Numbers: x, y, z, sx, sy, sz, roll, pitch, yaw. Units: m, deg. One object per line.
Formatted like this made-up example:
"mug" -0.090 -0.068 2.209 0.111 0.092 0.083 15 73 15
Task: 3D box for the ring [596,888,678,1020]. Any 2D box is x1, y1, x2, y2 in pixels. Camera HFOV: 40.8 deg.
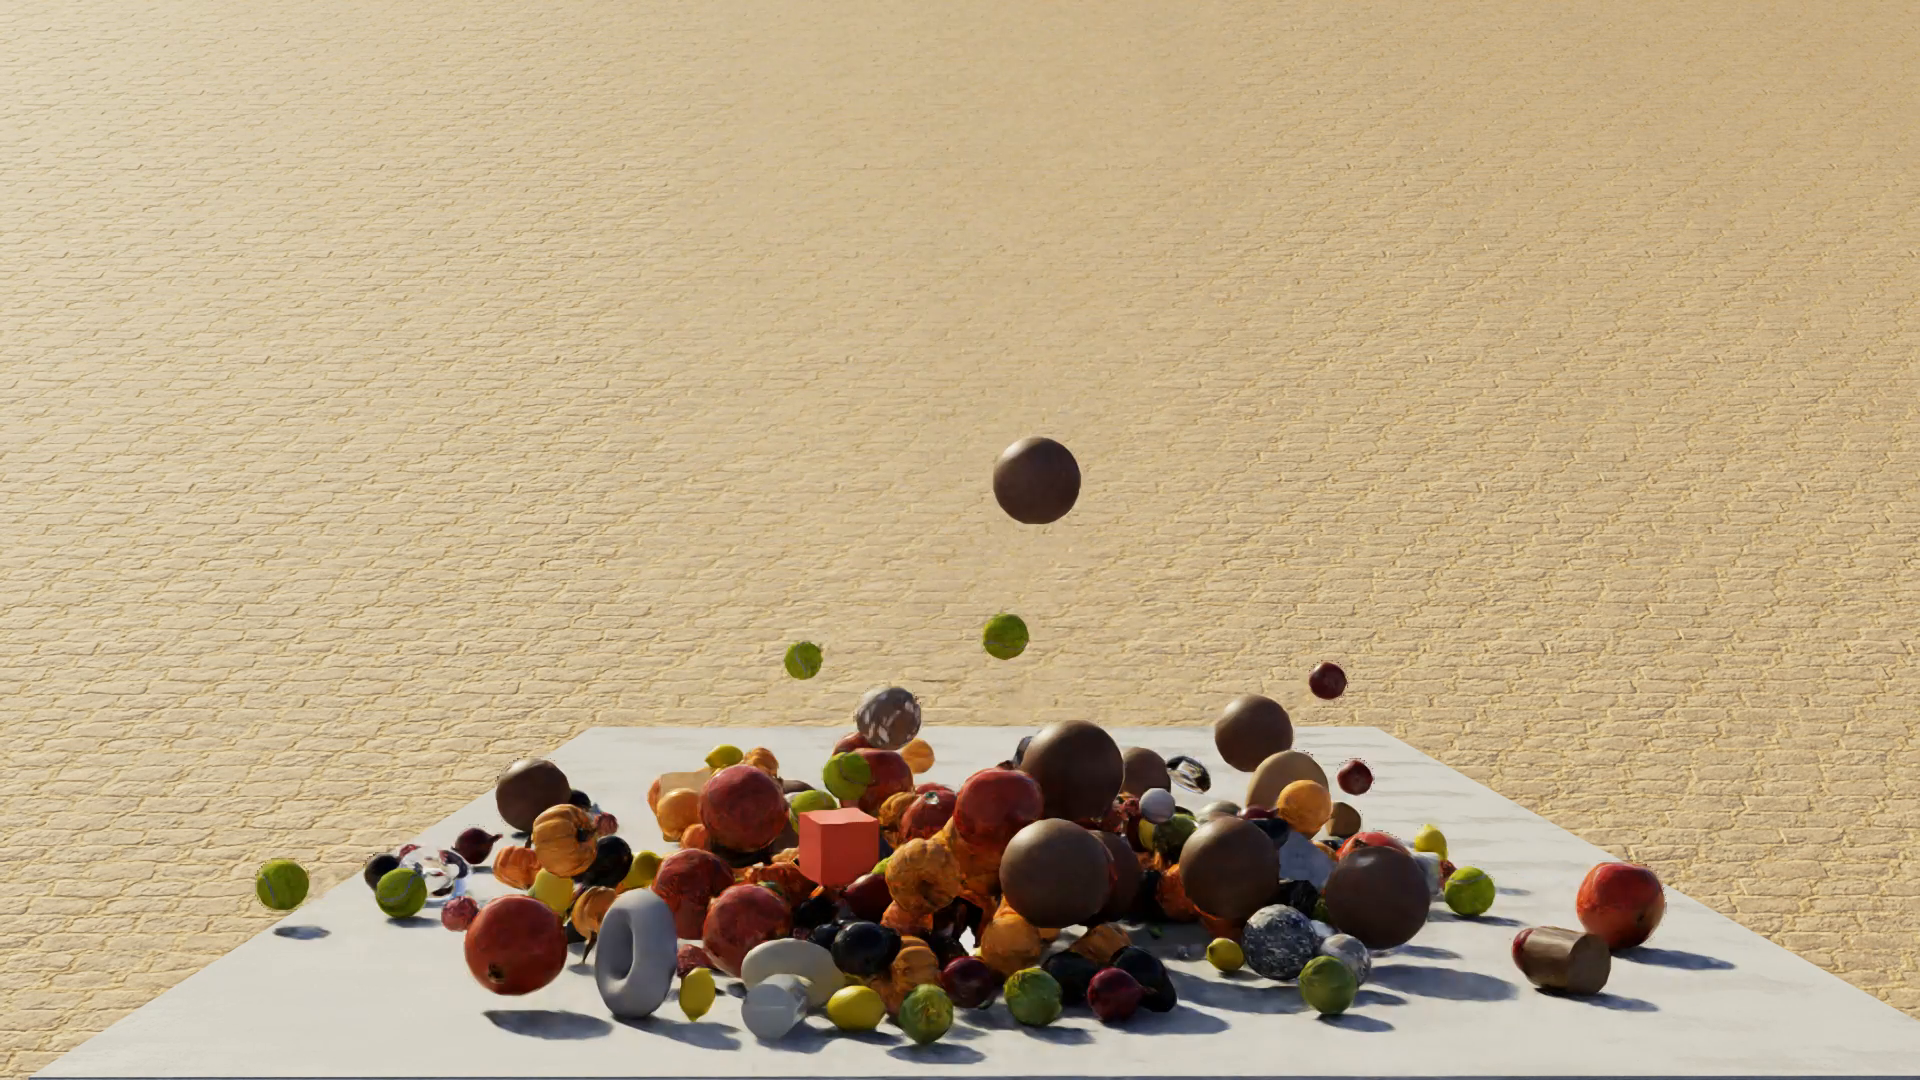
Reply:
"ring" -0.364 0.465 2.899 0.049 0.146 0.146 11 19 -33

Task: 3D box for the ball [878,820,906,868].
"ball" -0.125 0.477 4.021 0.081 0.081 0.081 0 27 0

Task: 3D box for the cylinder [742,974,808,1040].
"cylinder" -0.201 0.506 2.801 0.060 0.060 0.060 5 1 9

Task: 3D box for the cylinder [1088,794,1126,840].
"cylinder" 0.235 0.442 4.124 0.055 0.055 0.055 6 56 12

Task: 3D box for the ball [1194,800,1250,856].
"ball" 0.427 0.469 4.210 0.090 0.090 0.090 0 27 0

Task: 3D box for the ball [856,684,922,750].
"ball" -0.100 0.249 3.619 0.092 0.092 0.092 0 27 0

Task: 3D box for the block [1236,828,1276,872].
"block" 0.471 0.487 4.044 0.060 0.060 0.060 1 1 34

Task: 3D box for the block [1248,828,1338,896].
"block" 0.449 0.454 3.487 0.077 0.077 0.077 40 64 16

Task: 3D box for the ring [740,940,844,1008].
"ring" -0.189 0.490 2.914 0.117 0.117 0.039 2 51 3

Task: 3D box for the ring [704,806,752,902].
"ring" -0.336 0.452 3.725 0.046 0.137 0.137 0 26 -21

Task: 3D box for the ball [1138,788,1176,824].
"ball" 0.271 0.366 3.547 0.051 0.051 0.051 0 27 0

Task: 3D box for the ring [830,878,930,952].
"ring" -0.103 0.483 3.328 0.143 0.048 0.143 -25 8 4

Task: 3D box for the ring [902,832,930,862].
"ring" -0.073 0.488 4.100 0.092 0.092 0.031 7 69 13

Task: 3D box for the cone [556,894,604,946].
"cone" -0.498 0.508 3.357 0.067 0.067 0.067 -34 38 -16

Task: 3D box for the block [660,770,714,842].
"block" -0.439 0.430 4.168 0.080 0.080 0.080 -3 25 -4

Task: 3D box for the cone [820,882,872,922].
"cone" -0.150 0.469 3.543 0.097 0.097 0.097 -6 -6 -1

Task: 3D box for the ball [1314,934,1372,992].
"ball" 0.451 0.499 3.045 0.067 0.067 0.067 0 27 0

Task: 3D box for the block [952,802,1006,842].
"block" 0.031 0.475 4.300 0.057 0.057 0.057 1 -23 -46

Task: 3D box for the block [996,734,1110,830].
"block" 0.136 0.351 3.756 0.098 0.098 0.098 33 20 32

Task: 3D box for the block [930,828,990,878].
"block" 0.000 0.477 3.945 0.069 0.069 0.069 -3 -2 22

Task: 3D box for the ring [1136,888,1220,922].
"ring" 0.300 0.505 3.567 0.115 0.038 0.115 -1 -3 0

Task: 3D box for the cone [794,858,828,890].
"cone" -0.186 0.439 3.410 0.053 0.053 0.053 -21 -10 -4

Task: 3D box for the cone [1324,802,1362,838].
"cone" 0.641 0.494 4.405 0.069 0.069 0.069 13 32 23

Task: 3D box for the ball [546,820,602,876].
"ball" -0.595 0.475 3.987 0.086 0.086 0.086 0 27 0

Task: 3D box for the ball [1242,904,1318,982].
"ball" 0.380 0.479 3.071 0.090 0.090 0.090 0 27 0

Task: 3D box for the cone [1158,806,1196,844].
"cone" 0.369 0.497 4.366 0.066 0.066 0.066 0 28 0

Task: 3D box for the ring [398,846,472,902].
"ring" -0.764 0.486 3.755 0.108 0.036 0.108 10 28 -6

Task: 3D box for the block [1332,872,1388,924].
"block" 0.553 0.494 3.568 0.060 0.060 0.060 0 1 26

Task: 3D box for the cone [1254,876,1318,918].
"cone" 0.407 0.459 3.367 0.083 0.083 0.083 -15 32 -27

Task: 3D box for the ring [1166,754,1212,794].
"ring" 0.338 0.346 3.825 0.076 0.076 0.025 19 60 33

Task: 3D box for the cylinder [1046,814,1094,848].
"cylinder" 0.180 0.458 4.260 0.075 0.075 0.075 -22 34 -36

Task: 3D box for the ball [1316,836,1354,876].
"ball" 0.575 0.487 3.971 0.062 0.062 0.062 0 27 0

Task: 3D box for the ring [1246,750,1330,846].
"ring" 0.498 0.394 3.919 0.149 0.149 0.050 -17 11 -29

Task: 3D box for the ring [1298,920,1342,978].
"ring" 0.415 0.500 3.162 0.123 0.041 0.123 -1 15 0

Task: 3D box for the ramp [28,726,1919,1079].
"ramp" 0.062 0.558 4.596 2.000 0.100 4.000 0 1 0

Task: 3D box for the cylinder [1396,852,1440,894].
"cylinder" 0.672 0.489 3.789 0.061 0.061 0.061 1 27 11

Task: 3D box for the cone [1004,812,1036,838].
"cone" 0.109 0.495 4.402 0.050 0.050 0.050 22 35 34

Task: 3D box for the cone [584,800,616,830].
"cone" -0.630 0.497 4.542 0.057 0.057 0.057 27 29 -4

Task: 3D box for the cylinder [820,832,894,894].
"cylinder" -0.159 0.476 3.824 0.088 0.088 0.088 23 14 37

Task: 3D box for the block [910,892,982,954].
"block" -0.016 0.484 3.267 0.058 0.058 0.058 3 69 32

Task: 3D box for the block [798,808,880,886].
"block" -0.158 0.398 3.358 0.080 0.080 0.080 -1 7 -24
